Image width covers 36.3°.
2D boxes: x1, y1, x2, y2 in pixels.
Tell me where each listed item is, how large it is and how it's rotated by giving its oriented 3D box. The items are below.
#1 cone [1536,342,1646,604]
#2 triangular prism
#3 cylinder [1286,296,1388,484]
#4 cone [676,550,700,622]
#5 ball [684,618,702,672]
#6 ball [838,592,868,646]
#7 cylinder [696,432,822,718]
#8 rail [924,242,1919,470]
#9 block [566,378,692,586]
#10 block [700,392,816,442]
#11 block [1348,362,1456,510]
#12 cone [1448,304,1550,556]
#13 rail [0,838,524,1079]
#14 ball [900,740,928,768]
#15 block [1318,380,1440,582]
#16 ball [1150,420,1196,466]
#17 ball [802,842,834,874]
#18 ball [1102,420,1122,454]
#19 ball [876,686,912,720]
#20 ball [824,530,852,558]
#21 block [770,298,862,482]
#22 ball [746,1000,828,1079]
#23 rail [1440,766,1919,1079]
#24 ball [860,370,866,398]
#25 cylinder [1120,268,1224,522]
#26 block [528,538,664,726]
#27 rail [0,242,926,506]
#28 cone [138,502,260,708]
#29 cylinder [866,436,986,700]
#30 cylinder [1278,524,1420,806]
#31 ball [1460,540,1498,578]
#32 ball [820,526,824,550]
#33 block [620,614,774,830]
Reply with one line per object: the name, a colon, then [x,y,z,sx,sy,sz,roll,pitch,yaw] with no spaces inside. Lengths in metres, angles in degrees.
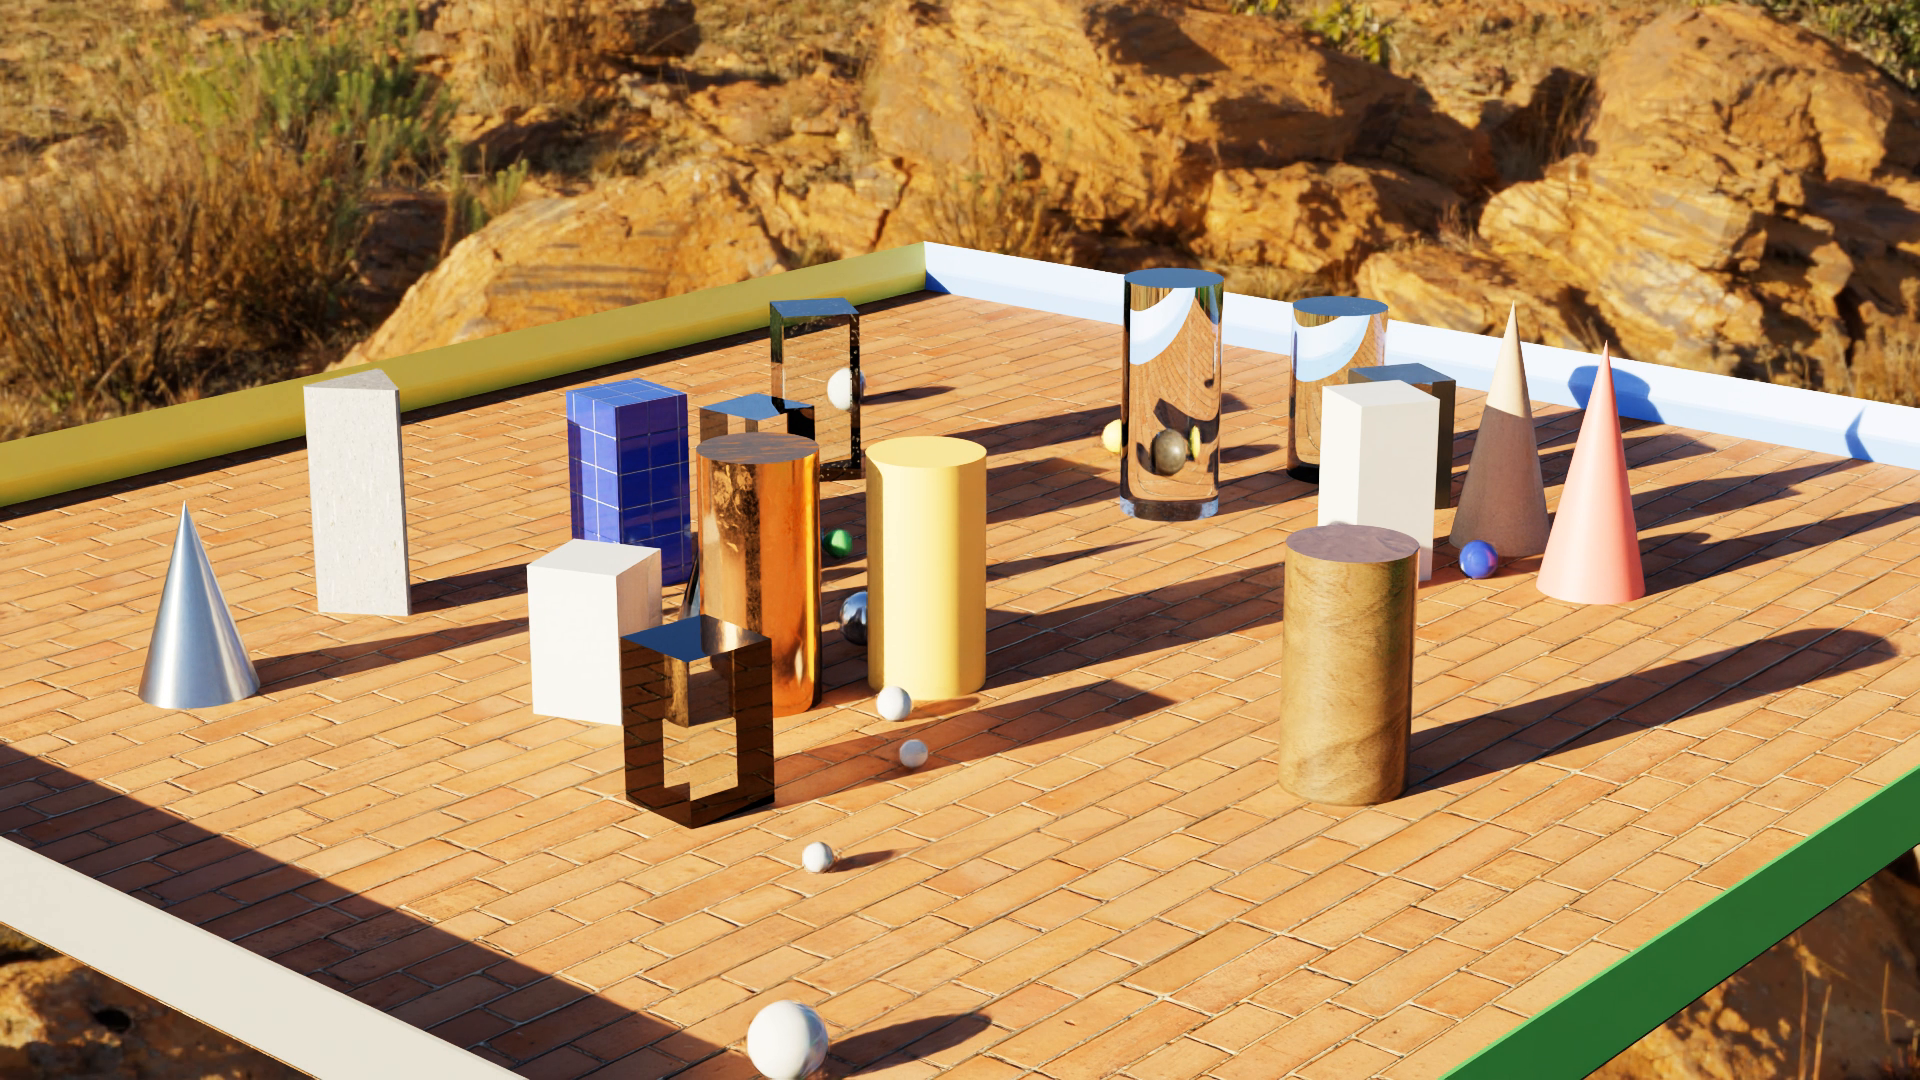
cone: [1.110,-0.130,5.096,0.189,0.446,0.189,0,17,0]
triangular prism: [-1.010,-0.085,5.033,0.164,0.396,0.142,3,17,8]
cylinder: [0.750,-0.298,5.835,0.189,0.341,0.189,0,17,0]
cone: [-0.387,-0.006,4.912,0.189,0.317,0.189,0,17,0]
ball: [-0.398,0.168,4.720,0.095,0.095,0.095,0,17,0]
ball: [-0.157,0.130,4.849,0.091,0.091,0.091,0,17,0]
cylinder: [-0.311,0.053,4.557,0.189,0.408,0.189,0,17,0]
rail: [1.213,-0.373,6.457,3.495,0.123,0.045,14,22,39]
block: [-0.582,-0.095,5.167,0.151,0.340,0.151,-14,22,-38]
block: [-0.378,-0.137,5.488,0.151,0.233,0.151,14,22,38]
block: [0.846,-0.196,5.647,0.151,0.254,0.151,-6,18,-19]
cone: [1.001,-0.215,5.362,0.189,0.457,0.189,0,17,0]
rail: [-1.213,0.435,3.784,3.495,0.123,0.045,14,22,39]
ball: [-0.069,0.316,4.322,0.042,0.042,0.042,0,17,0]
block: [0.740,-0.101,5.201,0.151,0.330,0.151,-6,18,-18]
ball: [0.430,-0.195,5.921,0.094,0.094,0.094,0,17,0]
ball: [-0.191,0.428,3.952,0.042,0.042,0.042,0,17,0]
ball: [0.326,-0.212,6.025,0.067,0.067,0.067,0,17,0]
ball: [-0.101,0.251,4.514,0.054,0.054,0.054,0,17,0]
ball: [-0.223,0.006,5.328,0.052,0.052,0.052,0,17,0]
block: [-0.288,-0.298,5.842,0.151,0.338,0.151,-4,17,-13]
ball: [-0.198,0.576,3.371,0.094,0.094,0.094,0,17,0]
rail: [1.302,0.358,4.039,0.045,0.123,3.746,14,22,39]
ball: [-0.253,-0.341,6.405,0.094,0.094,0.094,0,17,0]
cylinder: [0.402,-0.277,5.577,0.189,0.450,0.189,0,17,0]
block: [-0.564,0.141,4.555,0.151,0.240,0.151,6,18,20]
rail: [-1.302,-0.296,6.202,0.045,0.123,3.746,14,22,39]
cone: [-1.208,0.087,4.613,0.189,0.310,0.189,0,17,0]
cylinder: [-0.053,0.043,4.643,0.189,0.378,0.189,0,17,0]
cylinder: [0.558,0.179,4.217,0.189,0.364,0.189,0,17,0]
ball: [0.922,0.034,5.208,0.069,0.069,0.069,0,17,0]
ball: [-0.287,-0.005,5.312,0.083,0.083,0.083,0,17,0]
block: [-0.372,0.256,4.165,0.151,0.247,0.151,-15,23,-41]
